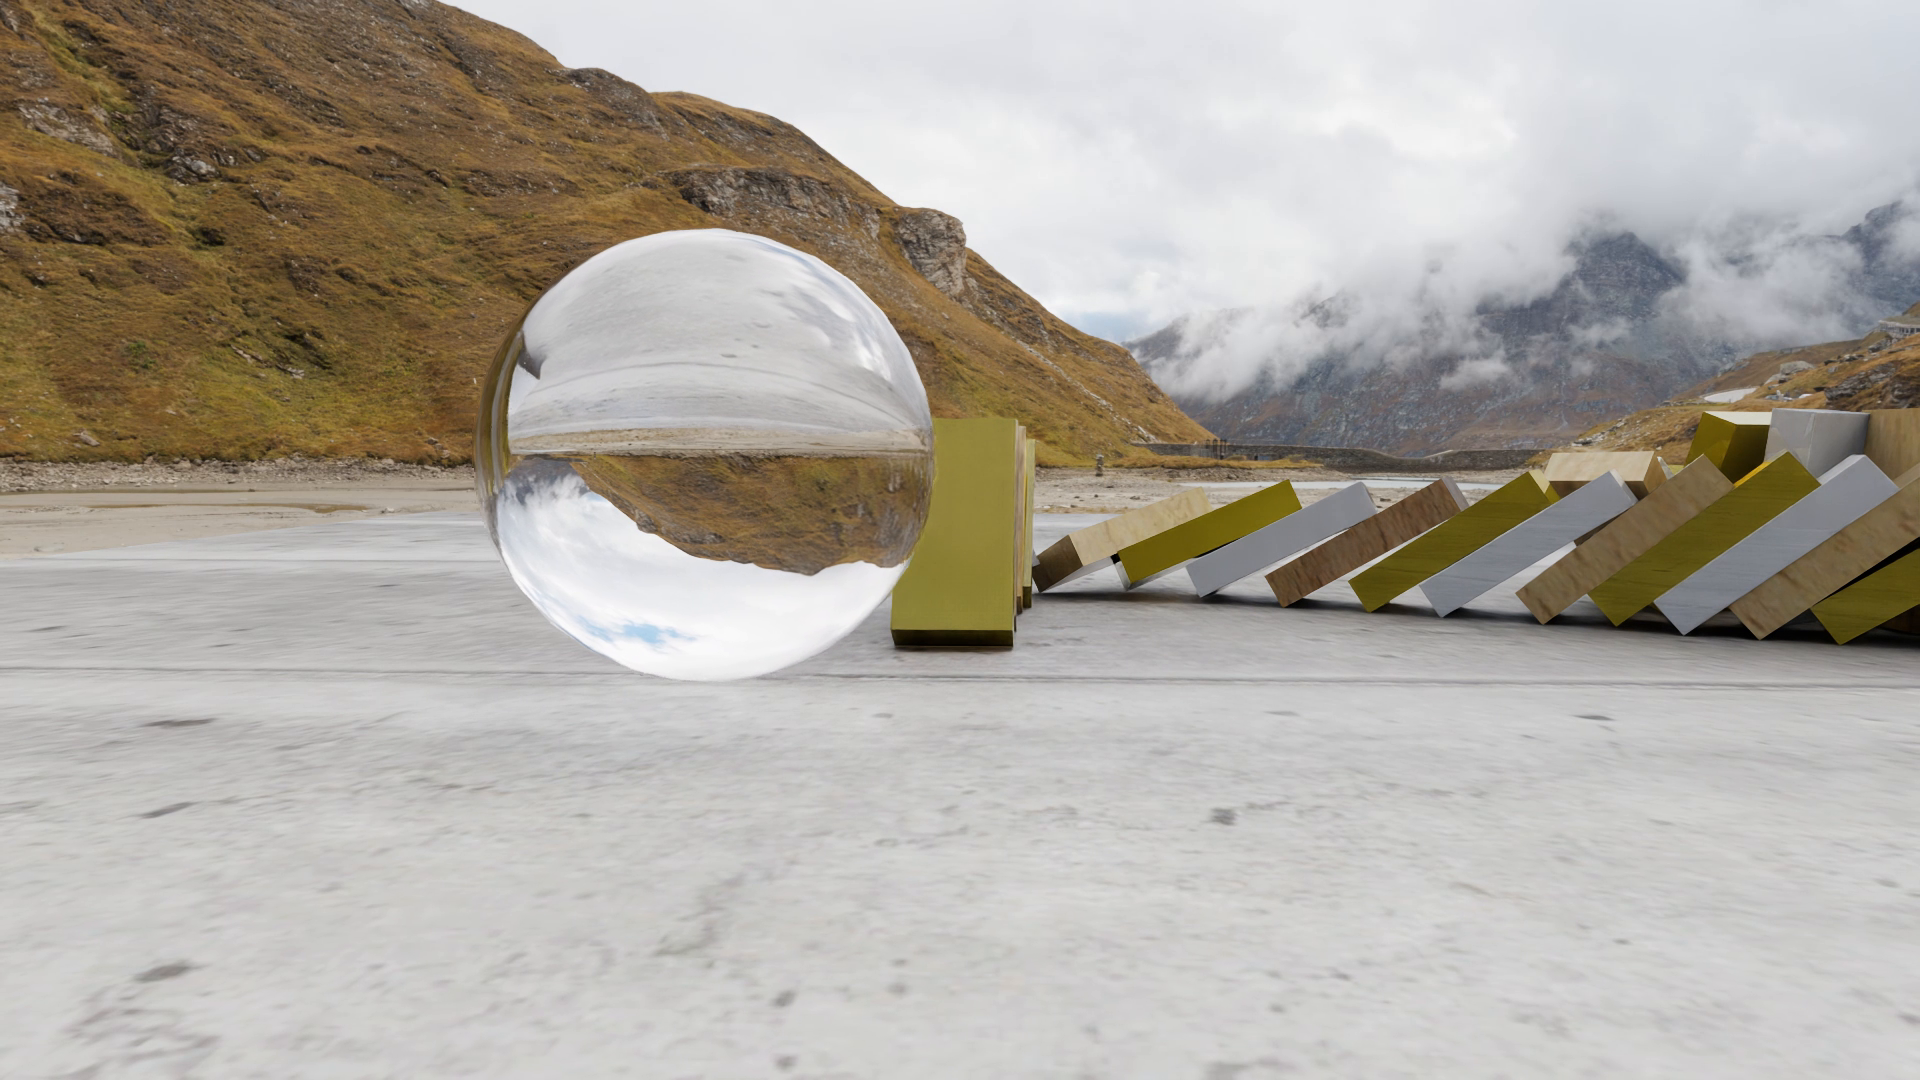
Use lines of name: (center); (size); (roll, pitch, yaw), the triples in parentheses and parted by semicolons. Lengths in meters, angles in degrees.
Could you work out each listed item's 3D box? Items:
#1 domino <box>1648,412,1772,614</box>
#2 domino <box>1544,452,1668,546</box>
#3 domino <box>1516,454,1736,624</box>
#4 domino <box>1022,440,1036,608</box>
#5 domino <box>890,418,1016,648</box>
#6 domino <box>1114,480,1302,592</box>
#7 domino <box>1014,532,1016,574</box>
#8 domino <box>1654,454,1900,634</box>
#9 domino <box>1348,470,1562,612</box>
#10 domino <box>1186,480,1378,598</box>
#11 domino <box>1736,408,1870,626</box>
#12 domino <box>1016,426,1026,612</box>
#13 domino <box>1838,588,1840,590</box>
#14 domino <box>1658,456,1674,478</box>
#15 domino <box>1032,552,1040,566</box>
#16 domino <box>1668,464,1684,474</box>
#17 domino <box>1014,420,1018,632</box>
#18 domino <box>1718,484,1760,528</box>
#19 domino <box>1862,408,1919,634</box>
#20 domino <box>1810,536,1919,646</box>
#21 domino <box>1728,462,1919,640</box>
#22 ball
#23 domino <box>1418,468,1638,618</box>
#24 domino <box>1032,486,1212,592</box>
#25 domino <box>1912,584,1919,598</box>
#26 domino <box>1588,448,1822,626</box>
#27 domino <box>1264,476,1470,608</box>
domino: (0.189, -0.006, 0.318); (0.025, 0.050, 0.009); (-2, 24, -20)
domino: (0.174, -0.003, 0.335); (0.025, 0.009, 0.050); (3, -36, 50)
domino: (0.157, 0.000, 0.303); (0.050, 0.009, 0.025); (-44, -17, 25)
domino: (0.007, -0.005, 0.347); (0.025, 0.050, 0.009); (0, -37, 5)
domino: (-0.001, -0.002, 0.276); (0.025, 0.050, 0.009); (0, -26, 4)
domino: (0.068, -0.001, 0.357); (0.050, 0.009, 0.025); (-23, -9, 1)
domino: (0.000, -0.003, 0.287); (0.025, 0.050, 0.009); (0, -26, 4)
domino: (0.180, 0.001, 0.286); (0.050, 0.009, 0.025); (-44, -17, 24)
domino: (0.125, 0.000, 0.323); (0.050, 0.009, 0.025); (-37, -14, 27)
domino: (0.087, 0.000, 0.346); (0.050, 0.009, 0.025); (-27, -9, 18)
domino: (0.200, -0.006, 0.305); (0.025, 0.050, 0.010); (-3, 12, -31)
domino: (0.004, -0.006, 0.332); (0.025, 0.050, 0.009); (0, -29, 5)
domino: (0.233, 0.009, 0.388); (0.025, 0.010, 0.050); (-3, 5, -38)
domino: (0.188, -0.003, 0.348); (0.050, 0.009, 0.025); (42, -16, -25)
domino: (0.006, 0.005, 0.374); (0.025, 0.009, 0.050); (-24, 6, -4)
domino: (0.205, -0.003, 0.358); (0.050, 0.009, 0.025); (37, -12, -23)
domino: (0.001, -0.004, 0.298); (0.025, 0.050, 0.010); (0, -26, 4)
domino: (0.249, 0.000, 0.368); (0.025, 0.010, 0.050); (-3, 31, -33)
domino: (0.218, -0.005, 0.295); (0.009, 0.050, 0.025); (4, 4, 1)
domino: (0.207, 0.003, 0.272); (0.050, 0.009, 0.025); (-39, -15, 27)
domino: (0.193, 0.002, 0.280); (0.050, 0.010, 0.025); (-44, -17, 25)
ball: (-0.044, -0.015, 0.229); (0.080, 0.080, 0.080); (0, 4, 0)
domino: (0.139, 0.001, 0.314); (0.050, 0.010, 0.025); (-37, -14, 27)
domino: (0.046, 0.000, 0.369); (0.050, 0.009, 0.025); (-19, -10, -31)
domino: (0.225, 0.003, 0.260); (0.050, 0.009, 0.025); (-38, -4, 24)
domino: (0.169, -0.001, 0.293); (0.050, 0.009, 0.025); (-45, -17, 27)
domino: (0.106, 0.000, 0.334); (0.050, 0.010, 0.025); (-33, -11, 25)
